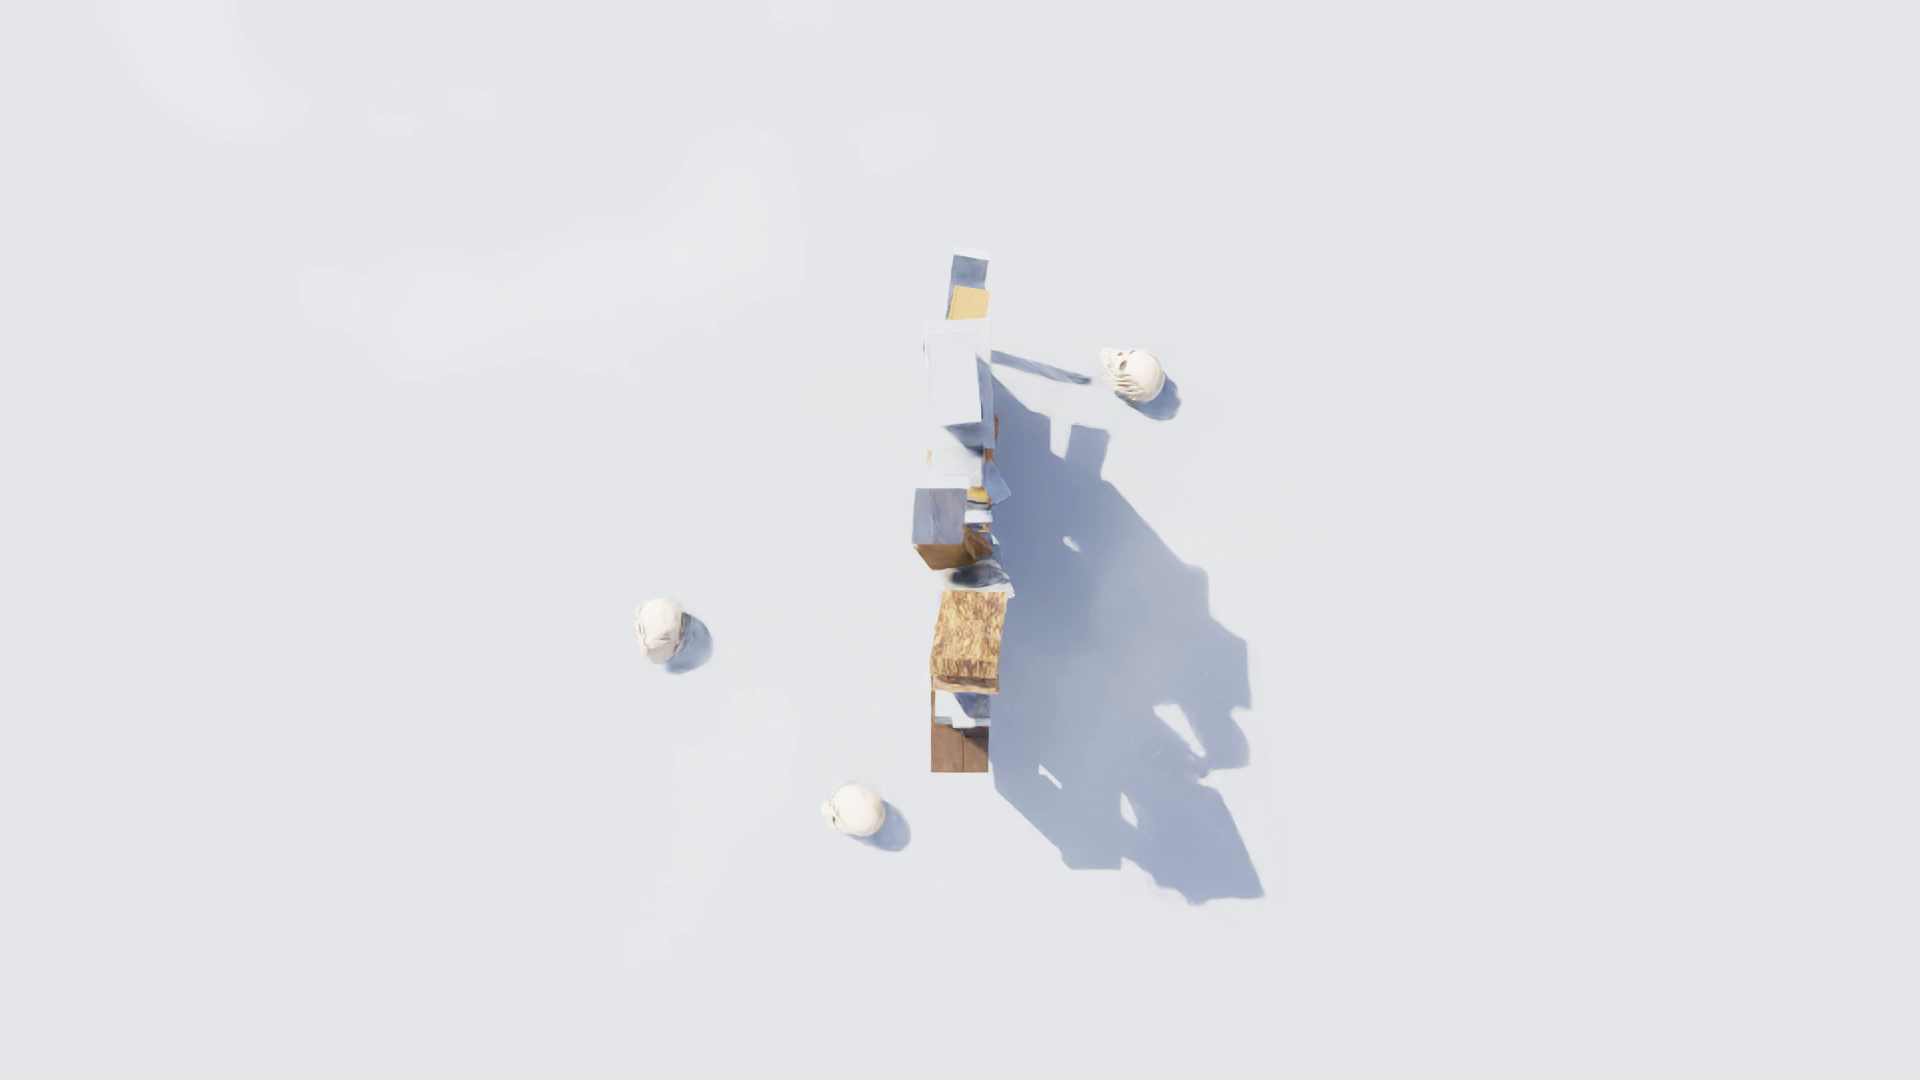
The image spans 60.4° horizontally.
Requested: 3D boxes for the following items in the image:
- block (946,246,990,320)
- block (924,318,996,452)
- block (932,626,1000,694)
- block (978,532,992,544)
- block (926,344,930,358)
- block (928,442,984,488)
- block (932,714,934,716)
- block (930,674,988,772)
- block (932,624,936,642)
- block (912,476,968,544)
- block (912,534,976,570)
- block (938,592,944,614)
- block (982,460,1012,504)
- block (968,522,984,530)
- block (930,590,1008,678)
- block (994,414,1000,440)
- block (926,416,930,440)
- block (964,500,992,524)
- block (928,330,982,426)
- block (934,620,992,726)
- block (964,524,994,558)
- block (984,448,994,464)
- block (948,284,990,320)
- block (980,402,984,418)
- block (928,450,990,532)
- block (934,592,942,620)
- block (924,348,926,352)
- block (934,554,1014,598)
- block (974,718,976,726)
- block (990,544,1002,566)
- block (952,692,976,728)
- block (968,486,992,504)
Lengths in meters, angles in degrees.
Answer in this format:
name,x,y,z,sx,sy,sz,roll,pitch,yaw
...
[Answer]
name,x,y,z,sx,sy,sz,roll,pitch,yaw
block,0.016,-0.755,5.229,0.108,0.576,0.030,10,67,0
block,-0.001,-0.412,4.392,0.172,0.049,0.344,-3,90,1
block,0.015,0.311,4.334,0.169,0.338,0.048,3,108,-1
block,0.027,0.060,4.966,0.114,0.228,0.032,-4,55,-9
block,-0.023,-0.482,4.254,0.114,0.228,0.032,-7,88,1
block,-0.007,-0.191,4.242,0.131,0.262,0.037,-4,109,4
block,0.002,0.476,4.631,0.149,0.359,0.042,9,81,0
block,-0.001,0.510,4.835,0.169,0.048,0.338,0,90,0
block,-0.004,0.286,5.088,0.151,0.588,0.043,3,90,0
block,-0.053,-0.074,4.174,0.131,0.262,0.037,1,58,-4
block,-0.041,0.025,4.534,0.131,0.380,0.037,-8,78,5
block,0.015,0.217,4.725,0.149,0.298,0.042,3,113,1
block,0.092,-0.162,4.646,0.058,0.016,0.115,-31,92,-15
block,0.013,-0.121,4.886,0.096,0.027,0.193,-6,89,0
block,0.025,0.238,4.258,0.169,0.338,0.048,3,119,5
block,0.017,-0.304,4.589,0.172,0.344,0.049,-4,90,0
block,-0.020,-0.467,5.160,0.158,0.045,0.316,3,90,0
block,0.029,-0.082,4.695,0.114,0.352,0.032,-3,96,0
block,-0.013,-0.404,4.123,0.114,0.032,0.228,-6,90,1
block,0.009,0.360,4.478,0.149,0.042,0.298,3,56,-4
block,0.003,0.012,4.790,0.114,0.228,0.032,-20,68,14
block,0.012,-0.342,4.782,0.144,0.041,0.289,-7,90,0
block,0.017,-0.641,4.900,0.108,0.030,0.215,11,94,0
block,0.002,-0.328,4.253,0.114,0.228,0.032,-8,91,1
block,-0.002,-0.107,5.120,0.177,0.050,0.355,-3,90,0
block,0.007,0.201,4.993,0.151,0.302,0.043,-6,98,3
block,-0.004,-0.540,4.655,0.172,0.472,0.049,6,95,1
block,0.036,0.120,4.659,0.169,0.419,0.048,-16,101,-4
block,0.015,0.442,4.380,0.058,0.016,0.115,4,50,-3
block,0.037,0.119,5.127,0.151,0.301,0.043,1,54,-6
block,0.011,0.437,4.337,0.058,0.016,0.115,4,65,-4
block,0.059,-0.136,4.759,0.058,0.225,0.016,-38,107,-15
